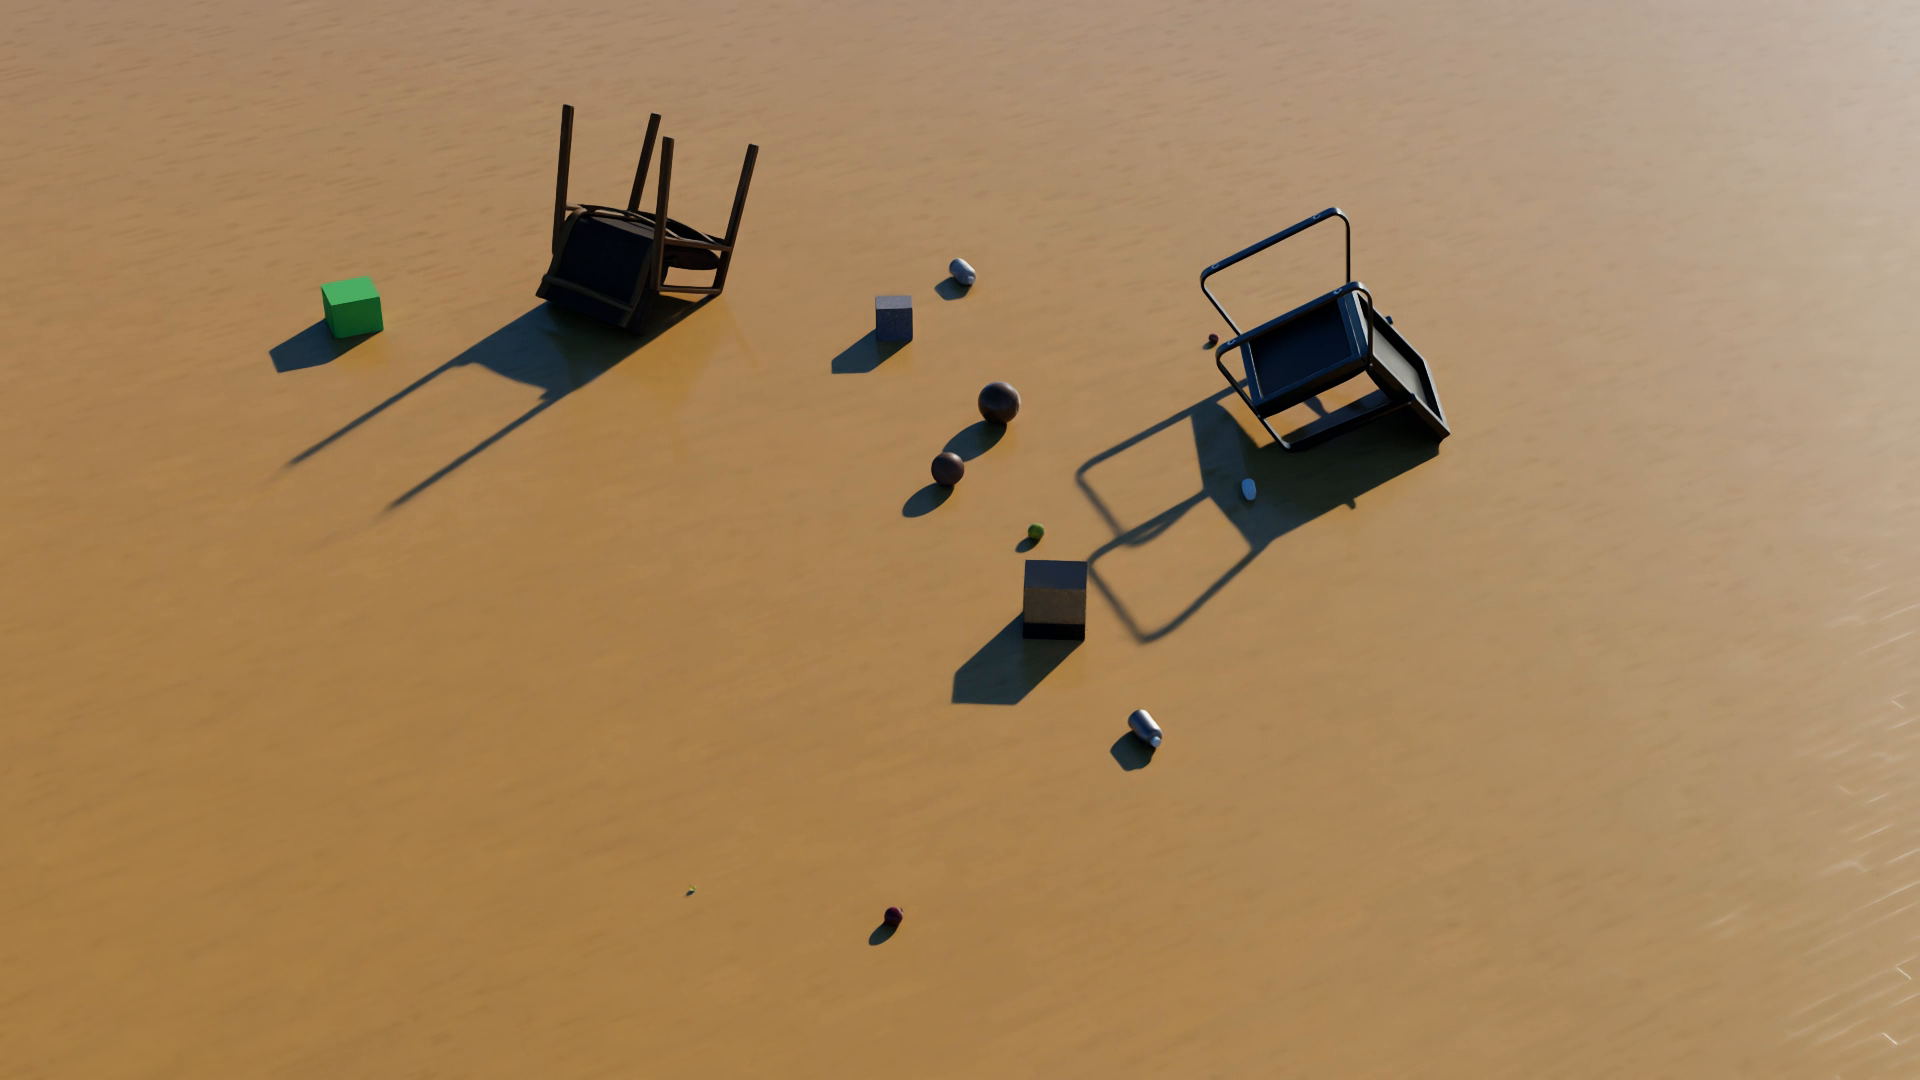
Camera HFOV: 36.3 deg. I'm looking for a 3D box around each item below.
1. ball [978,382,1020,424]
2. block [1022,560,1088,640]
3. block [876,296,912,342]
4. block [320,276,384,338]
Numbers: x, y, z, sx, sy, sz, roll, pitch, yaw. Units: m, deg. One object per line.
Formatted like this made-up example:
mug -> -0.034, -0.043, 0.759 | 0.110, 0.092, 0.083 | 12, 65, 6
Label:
ball -> 0.155, -0.544, 11.614 | 0.171, 0.171, 0.171 | 0, 33, 0
block -> 0.338, 0.213, 10.423 | 0.220, 0.218, 0.180 | 2, 33, 3
block -> -0.275, -0.924, 12.207 | 0.150, 0.153, 0.112 | -2, 33, -3
block -> -2.545, -0.975, 12.278 | 0.204, 0.160, 0.197 | -13, 36, -19
